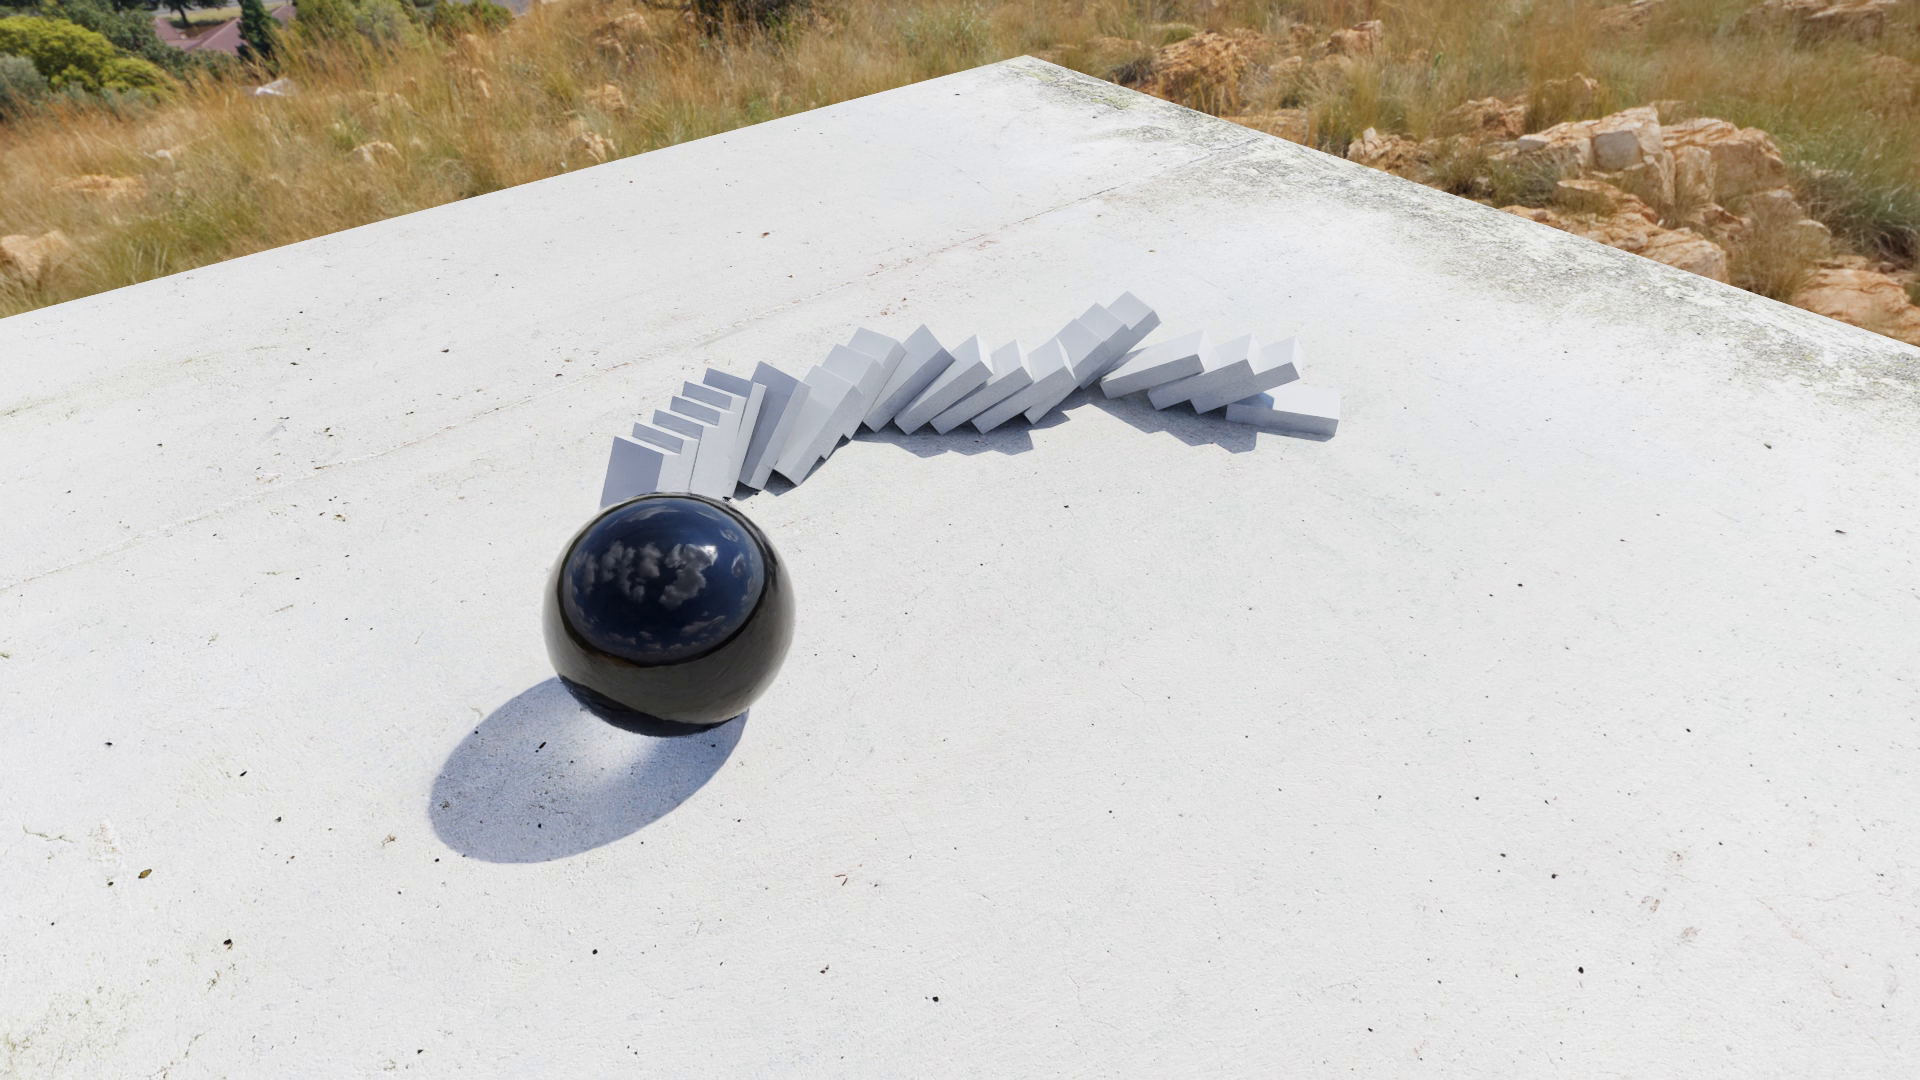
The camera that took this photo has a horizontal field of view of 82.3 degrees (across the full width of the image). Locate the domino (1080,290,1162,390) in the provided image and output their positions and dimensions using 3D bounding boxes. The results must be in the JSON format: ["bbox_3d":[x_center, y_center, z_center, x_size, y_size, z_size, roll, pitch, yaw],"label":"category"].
[{"bbox_3d":[0.072,-0.099,0.543,0.050,0.009,0.025,-41,42,4],"label":"domino"}]

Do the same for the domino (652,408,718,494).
[{"bbox_3d":[-0.116,-0.025,0.444,0.025,0.050,0.010,20,11,22],"label":"domino"}]

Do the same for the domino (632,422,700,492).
[{"bbox_3d":[-0.122,-0.019,0.437,0.025,0.050,0.010,20,11,22],"label":"domino"}]

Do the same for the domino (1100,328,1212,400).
[{"bbox_3d":[0.094,-0.084,0.528,0.050,0.010,0.025,-14,31,31],"label":"domino"}]

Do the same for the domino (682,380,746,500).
[{"bbox_3d":[-0.108,-0.039,0.461,0.025,0.050,0.009,20,11,22],"label":"domino"}]

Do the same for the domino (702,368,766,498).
[{"bbox_3d":[-0.103,-0.046,0.471,0.025,0.050,0.009,20,5,23],"label":"domino"}]

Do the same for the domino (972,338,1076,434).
[{"bbox_3d":[0.028,-0.072,0.510,0.050,0.010,0.025,-29,38,17],"label":"domino"}]

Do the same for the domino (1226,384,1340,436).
[{"bbox_3d":[0.153,-0.064,0.521,0.050,0.009,0.025,11,41,13],"label":"domino"}]

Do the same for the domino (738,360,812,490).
[{"bbox_3d":[-0.086,-0.050,0.477,0.025,0.050,0.010,30,6,31],"label":"domino"}]

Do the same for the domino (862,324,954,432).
[{"bbox_3d":[-0.028,-0.076,0.513,0.050,0.010,0.025,-42,43,8],"label":"domino"}]

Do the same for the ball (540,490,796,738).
[{"bbox_3d":[-0.094,0.024,0.359,0.080,0.080,0.080,0,39,0],"label":"ball"}]

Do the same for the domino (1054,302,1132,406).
[{"bbox_3d":[0.056,-0.090,0.533,0.050,0.009,0.025,-42,46,3],"label":"domino"}]

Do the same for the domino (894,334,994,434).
[{"bbox_3d":[-0.008,-0.072,0.509,0.050,0.010,0.025,-33,35,20],"label":"domino"}]

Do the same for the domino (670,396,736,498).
[{"bbox_3d":[-0.111,-0.032,0.452,0.025,0.050,0.009,20,11,22],"label":"domino"}]

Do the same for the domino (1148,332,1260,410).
[{"bbox_3d":[0.115,-0.079,0.520,0.050,0.010,0.025,-18,30,32],"label":"domino"}]

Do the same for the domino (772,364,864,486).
[{"bbox_3d":[-0.068,-0.051,0.485,0.025,0.010,0.050,30,81,31],"label":"domino"}]

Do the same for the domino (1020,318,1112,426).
[{"bbox_3d":[0.045,-0.080,0.521,0.050,0.009,0.025,-42,47,2],"label":"domino"}]

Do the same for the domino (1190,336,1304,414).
[{"bbox_3d":[0.134,-0.077,0.516,0.050,0.010,0.025,-18,29,32],"label":"domino"}]

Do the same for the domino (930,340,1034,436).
[{"bbox_3d":[0.009,-0.071,0.510,0.050,0.010,0.025,-29,36,17],"label":"domino"}]

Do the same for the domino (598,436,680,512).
[{"bbox_3d":[-0.127,-0.013,0.429,0.025,0.050,0.010,20,11,22],"label":"domino"}]

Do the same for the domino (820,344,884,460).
[{"bbox_3d":[-0.058,-0.063,0.499,0.025,0.010,0.050,25,79,34],"label":"domino"}]

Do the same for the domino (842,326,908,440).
[{"bbox_3d":[-0.049,-0.073,0.511,0.025,0.010,0.050,25,79,34],"label":"domino"}]
